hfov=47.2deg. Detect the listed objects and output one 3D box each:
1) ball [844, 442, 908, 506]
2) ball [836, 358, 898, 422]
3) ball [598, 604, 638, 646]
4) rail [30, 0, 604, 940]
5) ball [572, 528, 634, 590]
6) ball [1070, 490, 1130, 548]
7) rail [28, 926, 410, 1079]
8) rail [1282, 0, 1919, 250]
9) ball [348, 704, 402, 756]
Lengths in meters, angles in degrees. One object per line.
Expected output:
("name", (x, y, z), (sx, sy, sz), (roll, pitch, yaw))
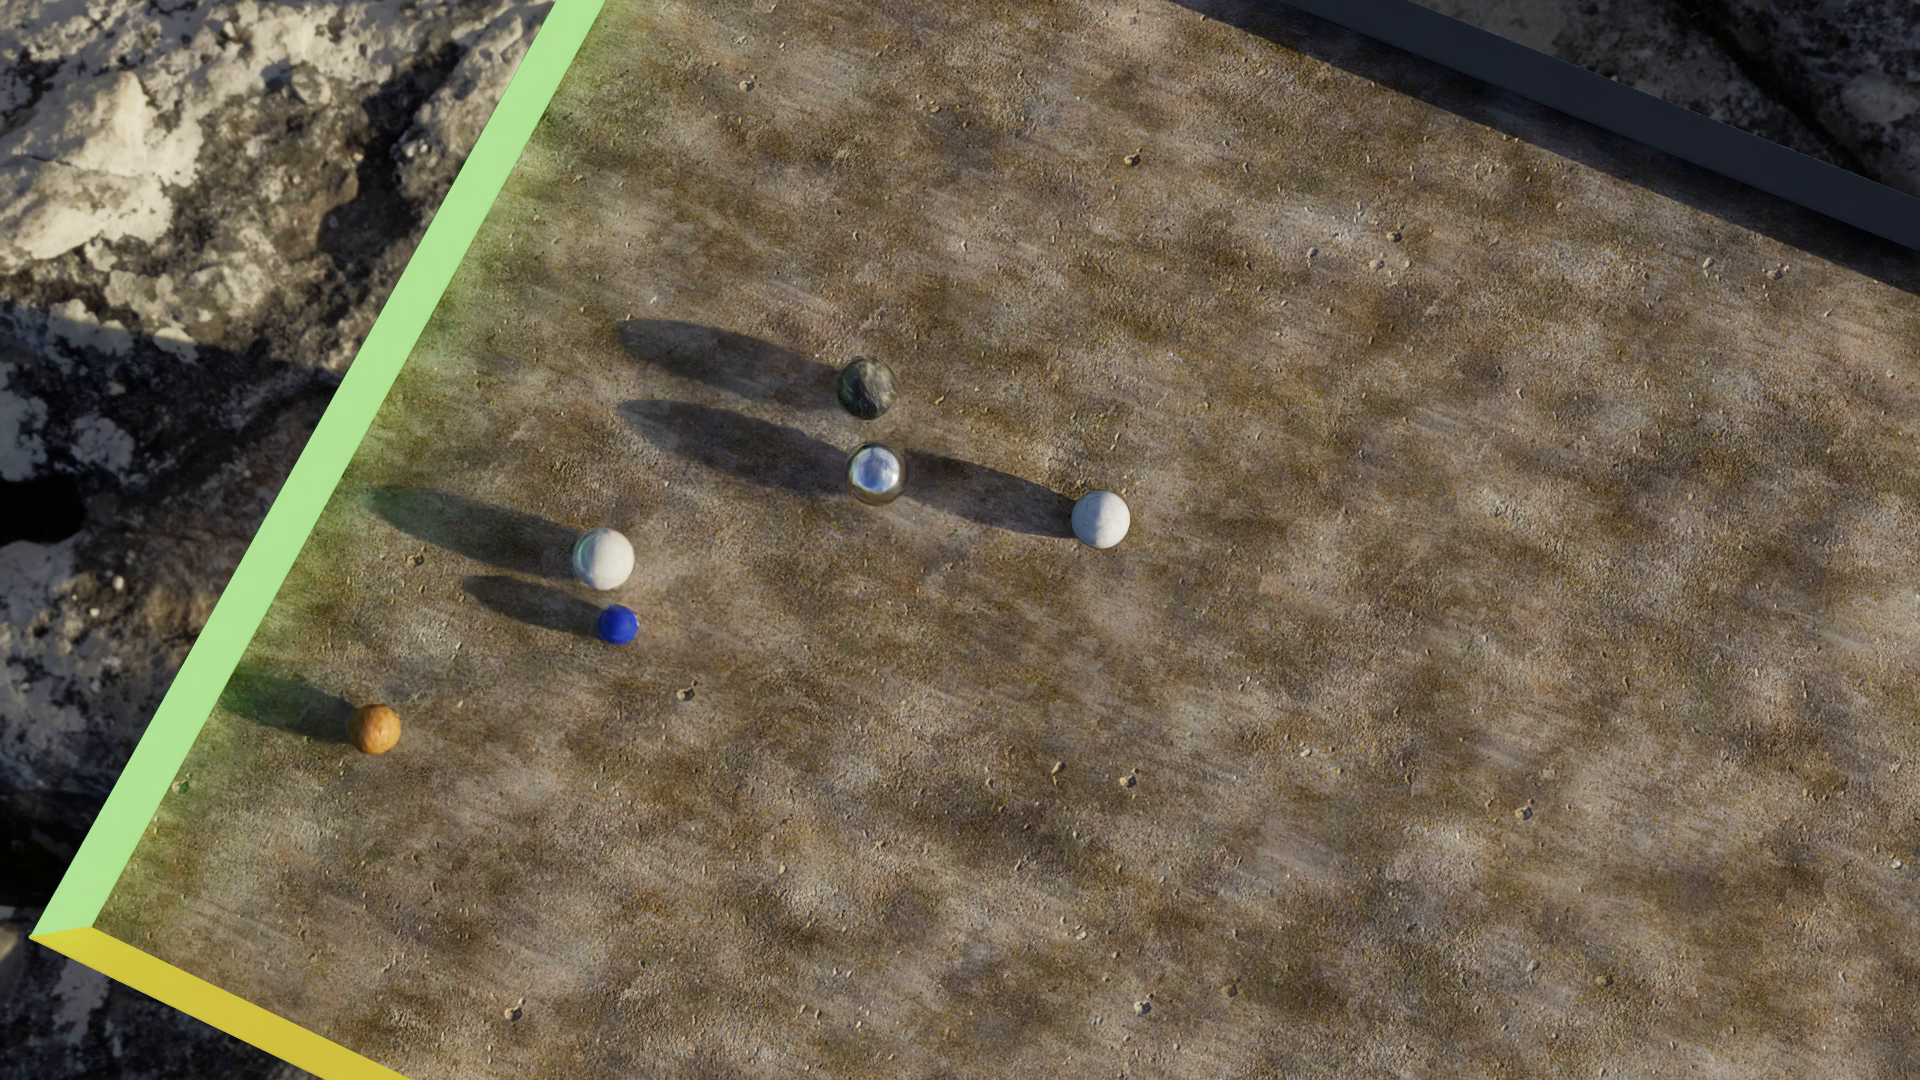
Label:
("ball", (-0.129, -0.102, 3.386), (0.100, 0.100, 0.100), (0, 74, 0))
("ball", (-0.145, -0.235, 3.426), (0.099, 0.099, 0.099), (0, 74, 0))
("ball", (-0.519, 0.129, 3.338), (0.062, 0.062, 0.062), (0, 74, 0))
("rail", (-0.847, -0.370, 3.449), (0.045, 0.130, 2.193), (23, 75, 7))
("ball", (-0.544, 0.029, 3.351), (0.094, 0.094, 0.094), (0, 74, 0))
("ball", (0.215, -0.032, 3.370), (0.091, 0.091, 0.091), (0, 74, 0))
("rail", (0.430, 1.306, 2.954), (3.806, 0.130, 0.045), (23, 75, 7))
("rail", (1.307, -0.572, 3.509), (3.806, 0.130, 0.045), (23, 75, 7))
("ball", (-0.875, 0.283, 3.285), (0.077, 0.077, 0.077), (0, 74, 0))
